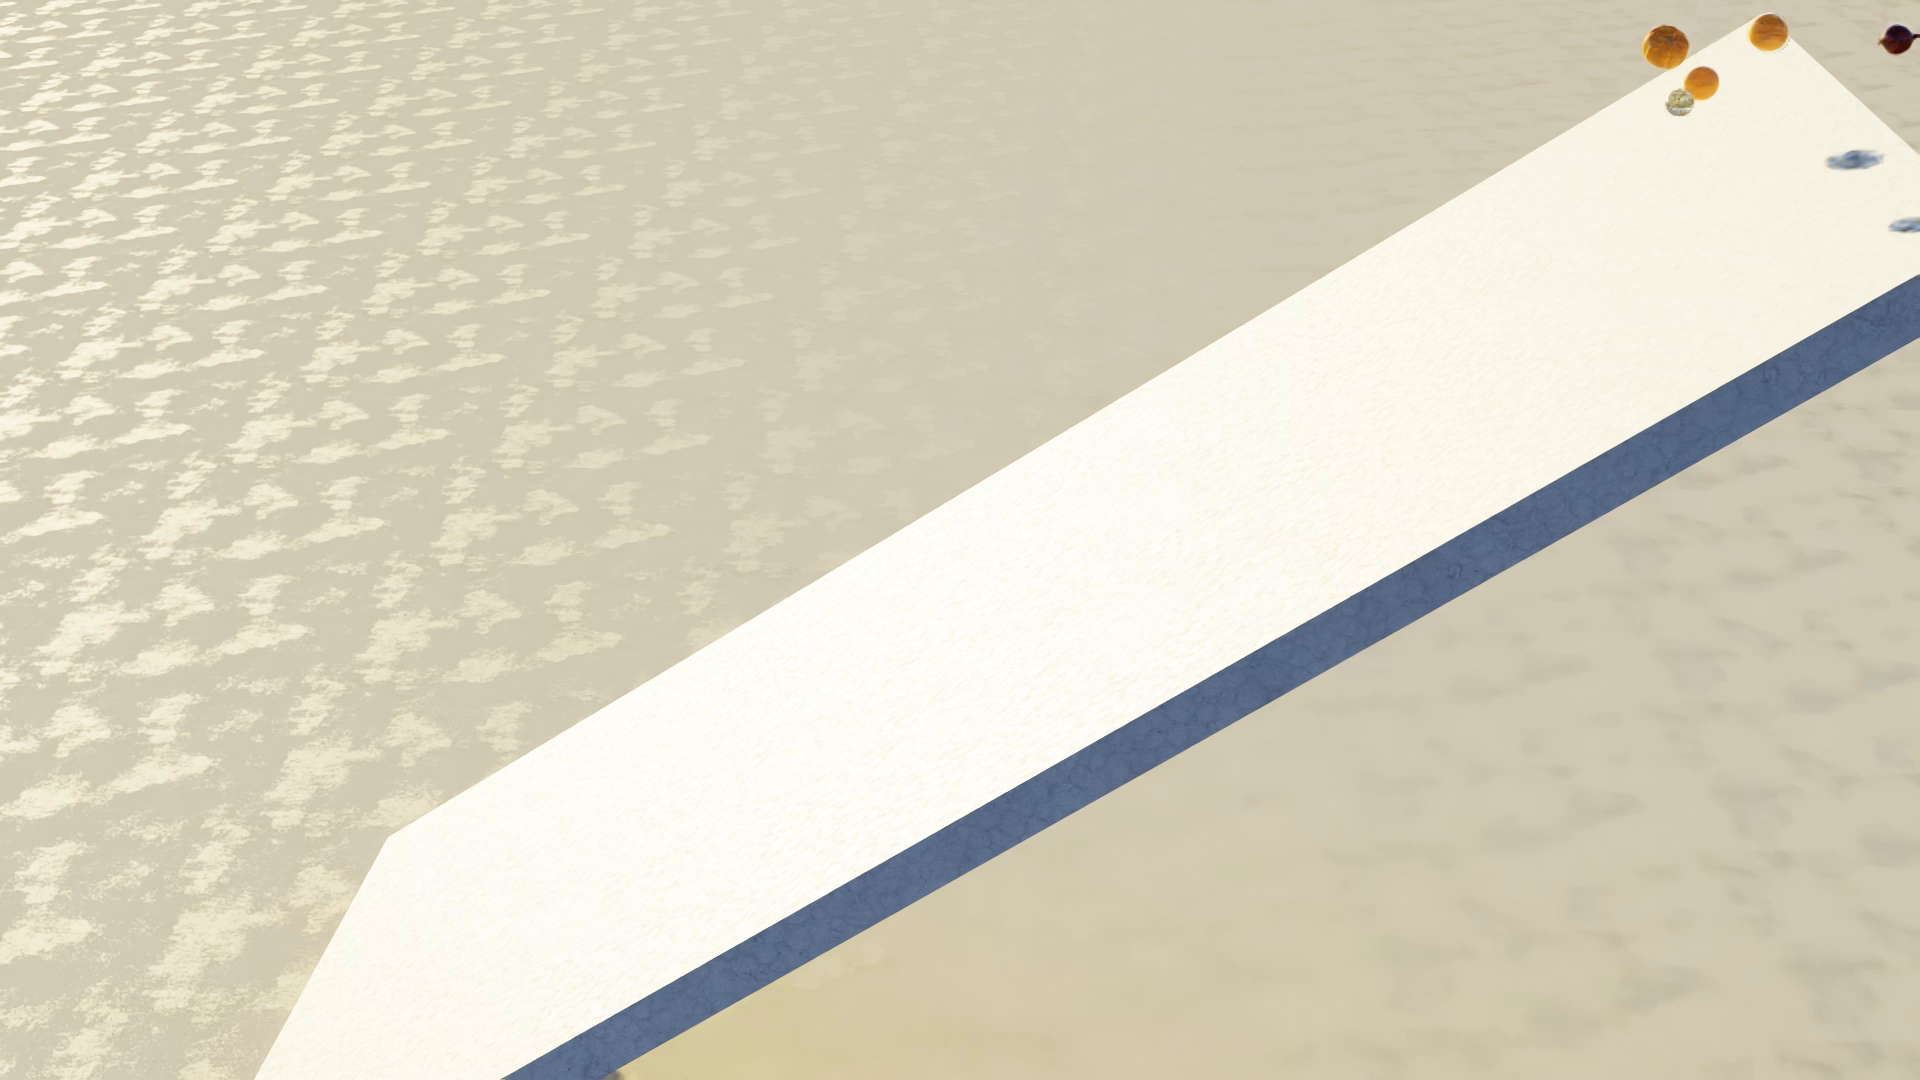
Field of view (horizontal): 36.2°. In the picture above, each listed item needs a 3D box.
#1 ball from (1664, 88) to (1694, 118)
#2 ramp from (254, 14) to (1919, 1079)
[{"bbox_3d":[1.384,-0.840,5.657,0.054,0.054,0.054,0,20,0],"label":"ball"},{"bbox_3d":[0.139,0.171,6.295,4.000,0.100,2.000,-31,15,14],"label":"ramp"}]
